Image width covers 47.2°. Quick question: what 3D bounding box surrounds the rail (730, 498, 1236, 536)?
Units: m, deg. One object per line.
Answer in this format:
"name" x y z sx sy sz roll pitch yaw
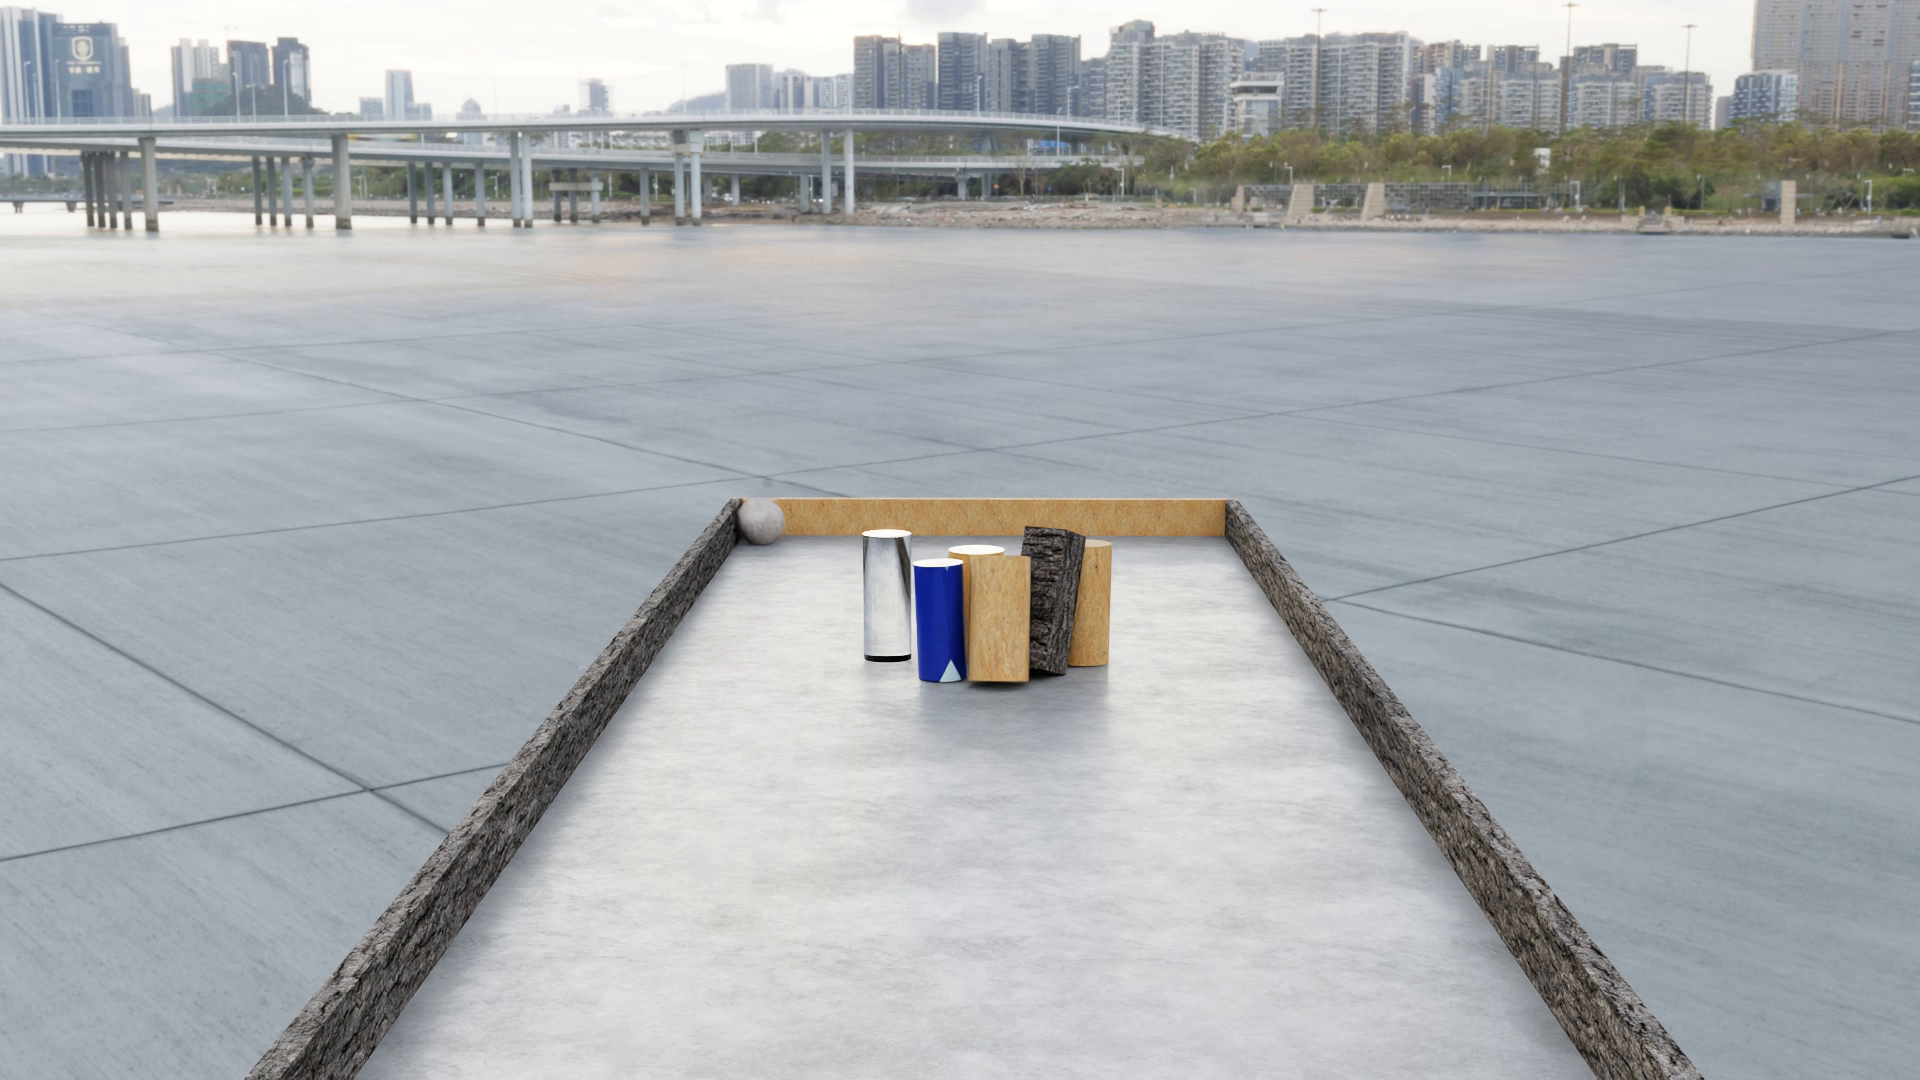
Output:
"rail" 0.099 -0.098 9.147 2.100 0.150 0.050 0 9 1

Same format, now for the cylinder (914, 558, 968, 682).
"cylinder" -0.057 0.234 6.430 0.144 0.340 0.144 -2 8 0

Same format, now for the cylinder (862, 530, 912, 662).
"cylinder" -0.222 0.170 6.707 0.148 0.385 0.148 0 9 0

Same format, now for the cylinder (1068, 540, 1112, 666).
"cylinder" 0.369 0.188 6.656 0.173 0.361 0.173 1 8 0

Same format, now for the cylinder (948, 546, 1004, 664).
"cylinder" 0.049 0.195 6.702 0.170 0.336 0.170 0 9 0

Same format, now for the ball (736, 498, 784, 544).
"ball" -0.809 -0.076 8.876 0.193 0.193 0.193 0 9 0

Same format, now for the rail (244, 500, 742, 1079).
"rail" -1.004 0.839 3.234 0.050 0.150 12.000 0 9 1

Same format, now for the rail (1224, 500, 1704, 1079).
"rail" 1.046 0.843 3.208 0.050 0.150 12.000 0 9 1

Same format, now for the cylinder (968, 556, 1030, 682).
"cylinder" 0.114 0.226 6.351 0.176 0.358 0.176 1 -2 0

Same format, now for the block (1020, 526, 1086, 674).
"block" 0.253 0.178 6.492 0.135 0.414 0.135 5 -7 31
